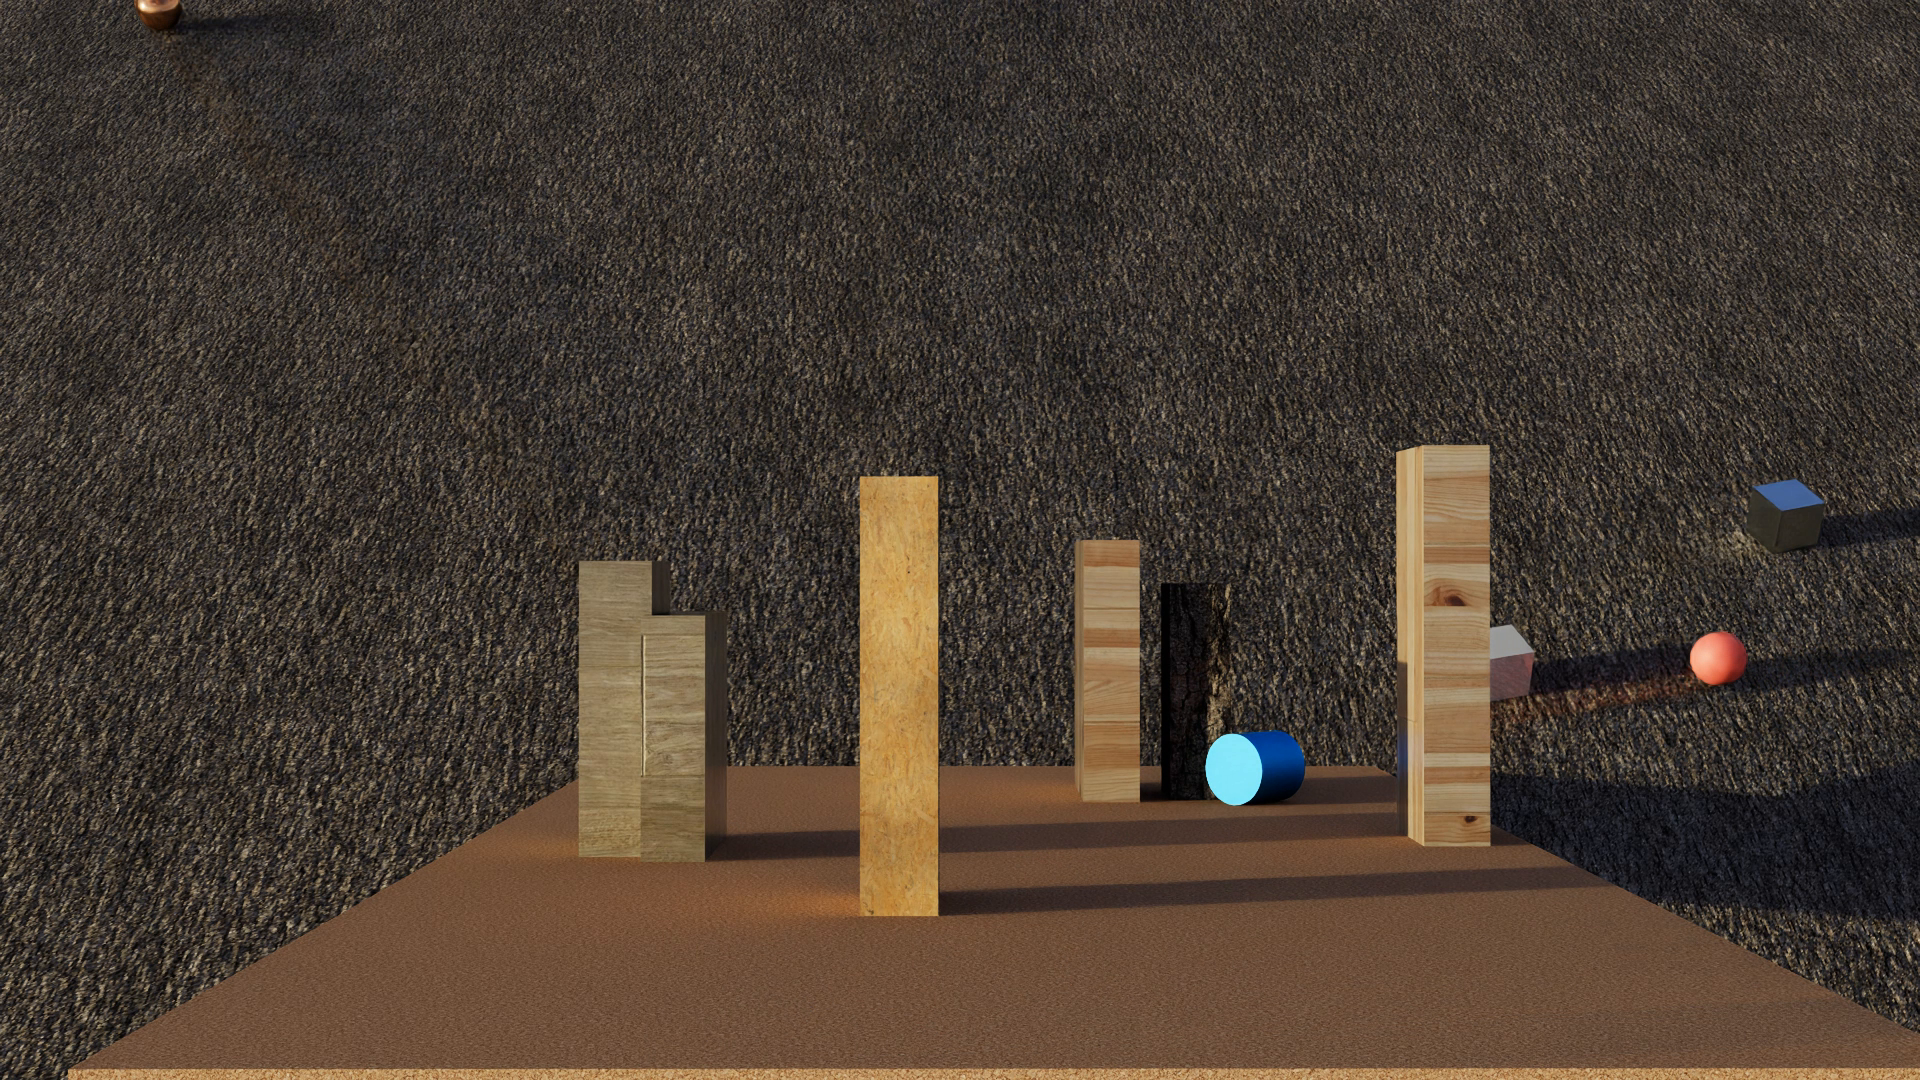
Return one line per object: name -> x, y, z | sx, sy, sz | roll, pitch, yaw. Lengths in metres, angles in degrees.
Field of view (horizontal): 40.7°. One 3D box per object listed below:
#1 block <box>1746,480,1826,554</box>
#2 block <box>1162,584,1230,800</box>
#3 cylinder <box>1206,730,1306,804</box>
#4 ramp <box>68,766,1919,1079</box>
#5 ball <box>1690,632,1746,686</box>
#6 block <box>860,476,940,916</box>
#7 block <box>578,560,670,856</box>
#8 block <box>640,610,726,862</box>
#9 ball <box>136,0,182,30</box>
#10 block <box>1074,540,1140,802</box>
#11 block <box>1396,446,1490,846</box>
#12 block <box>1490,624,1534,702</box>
block -> 2.481, -0.071, 7.793 | 0.151, 0.151, 0.151 | -10, 33, -16
block -> 0.533, 0.338, 5.866 | 0.135, 0.479, 0.245 | 0, 0, 0
cylinder -> 0.648, 0.499, 5.679 | 0.155, 0.155, 0.155 | 0, 23, -46
ramp -> 0.070, 0.618, 4.697 | 2.000, 0.100, 4.000 | 0, 0, 0
ball -> 2.089, 0.328, 7.141 | 0.147, 0.147, 0.147 | 0, 31, 0
block -> -0.091, 0.234, 3.991 | 0.117, 0.656, 0.249 | 0, 0, 0
block -> -0.618, 0.304, 4.788 | 0.130, 0.530, 0.293 | 0, 0, 0
block -> -0.506, 0.352, 4.777 | 0.114, 0.434, 0.429 | 0, 0, 0
ball -> -3.561, -2.363, 11.515 | 0.192, 0.192, 0.192 | 0, 31, 0
block -> 0.333, 0.290, 5.917 | 0.123, 0.576, 0.448 | 0, 0, 0
block -> 0.923, 0.198, 4.958 | 0.123, 0.744, 0.296 | 0, 0, 0
block -> 1.476, 0.340, 7.127 | 0.142, 0.142, 0.142 | -8, 32, -13
